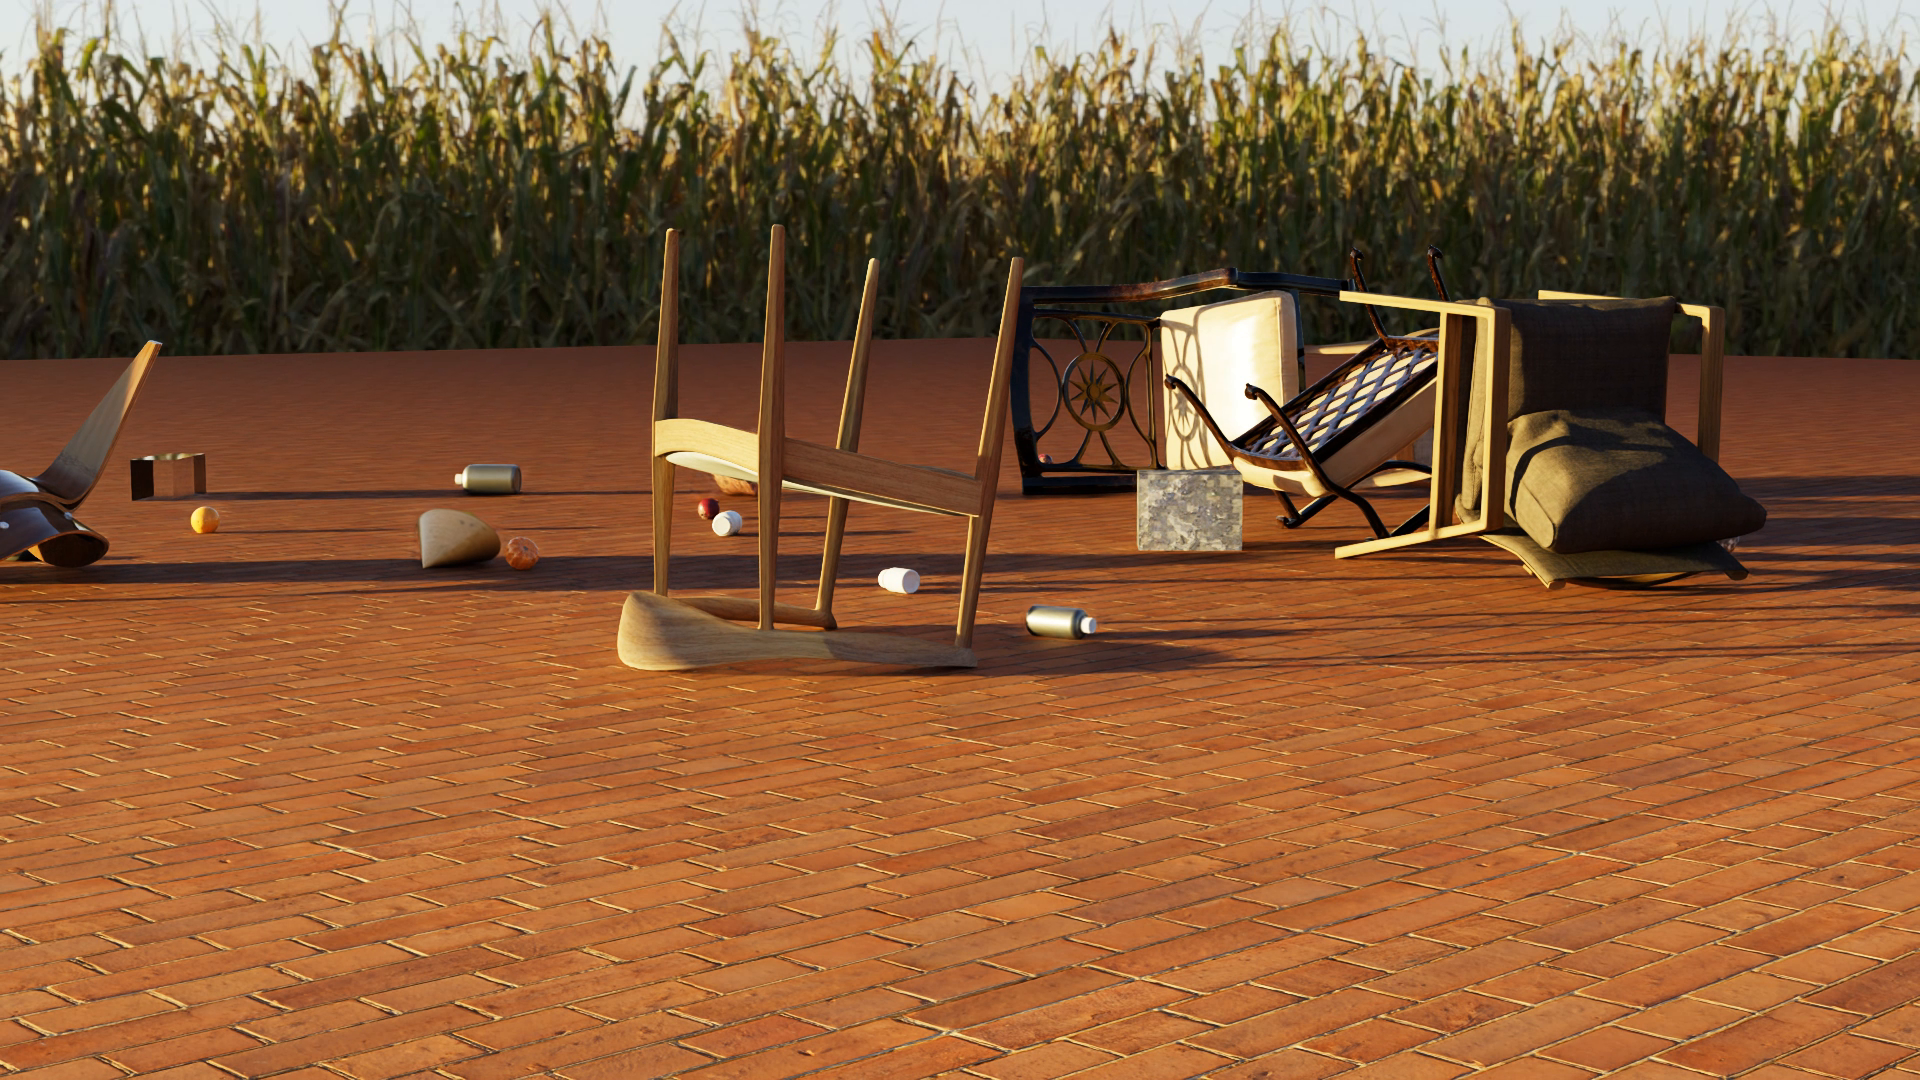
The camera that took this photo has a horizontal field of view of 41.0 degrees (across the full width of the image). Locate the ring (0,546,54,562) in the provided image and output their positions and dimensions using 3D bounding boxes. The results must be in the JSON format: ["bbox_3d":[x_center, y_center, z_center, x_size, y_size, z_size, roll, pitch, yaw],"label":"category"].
[{"bbox_3d":[-2.174,0.032,5.969,0.122,0.029,0.089,-1,7,-14],"label":"ring"}]

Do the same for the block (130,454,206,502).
[{"bbox_3d":[-2.359,-0.188,7.651,0.125,0.120,0.277,0,6,3],"label":"block"}]

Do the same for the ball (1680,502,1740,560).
[{"bbox_3d":[1.740,-0.020,5.948,0.134,0.134,0.134,0,6,0],"label":"ball"}]

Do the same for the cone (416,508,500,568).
[{"bbox_3d":[-1.180,0.027,5.832,0.273,0.151,0.126,1,37,38],"label":"cone"}]

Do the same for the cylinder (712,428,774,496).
[{"bbox_3d":[-0.649,-0.232,7.665,0.105,0.184,0.235,2,-31,20],"label":"cylinder"}]

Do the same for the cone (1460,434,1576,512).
[{"bbox_3d":[1.588,-0.134,7.174,0.299,0.228,0.240,21,-34,-2],"label":"cone"}]

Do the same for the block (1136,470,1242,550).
[{"bbox_3d":[0.556,-0.073,6.234,0.247,0.183,0.163,0,6,2],"label":"block"}]
